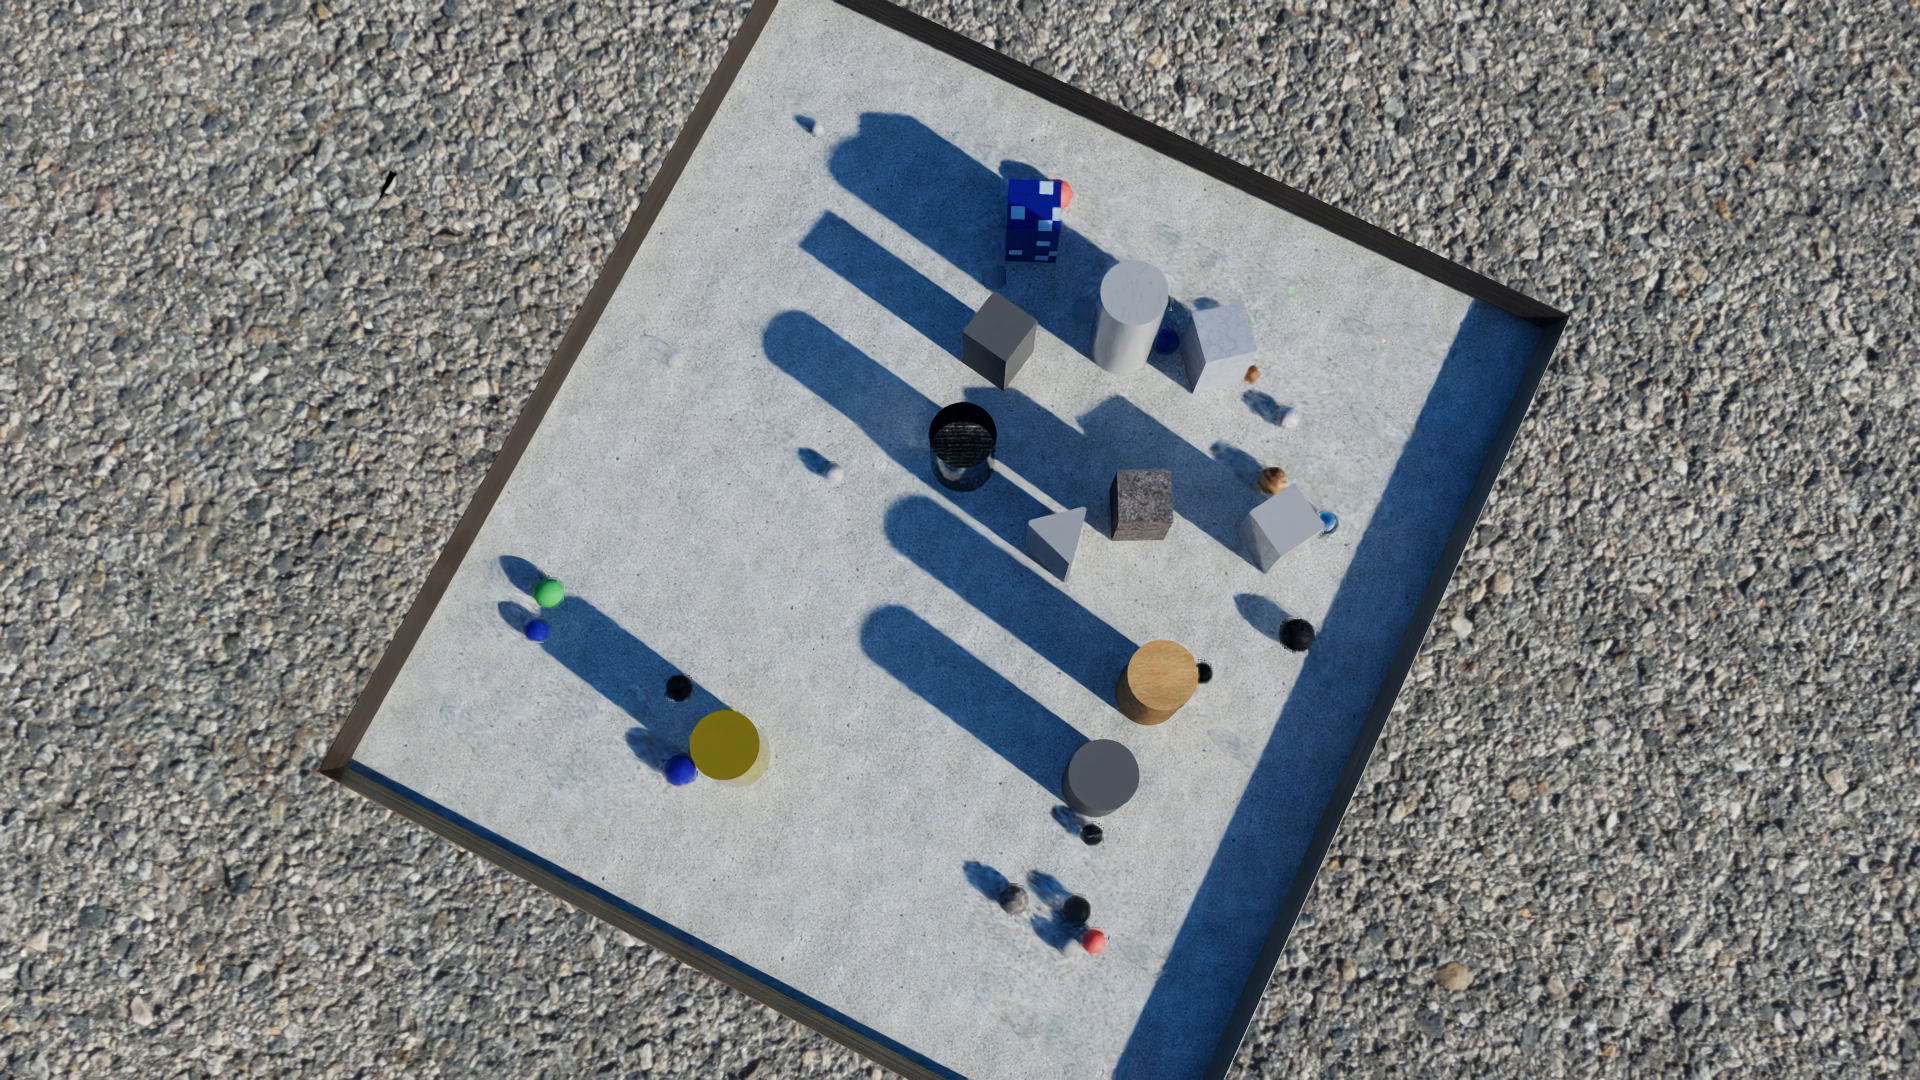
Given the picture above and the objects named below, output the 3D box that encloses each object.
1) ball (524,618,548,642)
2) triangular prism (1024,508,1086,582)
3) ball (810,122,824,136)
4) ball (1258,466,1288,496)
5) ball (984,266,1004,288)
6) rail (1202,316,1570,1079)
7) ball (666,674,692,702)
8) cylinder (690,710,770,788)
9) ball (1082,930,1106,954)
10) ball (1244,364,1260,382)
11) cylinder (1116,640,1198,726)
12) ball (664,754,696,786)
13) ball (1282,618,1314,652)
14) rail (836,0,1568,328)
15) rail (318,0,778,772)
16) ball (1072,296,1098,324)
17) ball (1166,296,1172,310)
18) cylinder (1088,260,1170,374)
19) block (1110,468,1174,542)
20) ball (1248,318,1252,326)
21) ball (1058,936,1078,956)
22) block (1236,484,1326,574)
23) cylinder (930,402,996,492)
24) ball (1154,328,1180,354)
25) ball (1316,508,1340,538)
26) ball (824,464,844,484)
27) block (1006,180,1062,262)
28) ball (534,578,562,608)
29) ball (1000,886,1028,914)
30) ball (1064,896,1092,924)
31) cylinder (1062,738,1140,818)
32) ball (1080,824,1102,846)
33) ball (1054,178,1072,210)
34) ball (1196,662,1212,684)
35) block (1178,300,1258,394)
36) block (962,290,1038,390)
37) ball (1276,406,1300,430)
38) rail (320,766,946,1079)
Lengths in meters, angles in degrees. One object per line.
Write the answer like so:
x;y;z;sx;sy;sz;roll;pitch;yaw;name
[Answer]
-1.278;0.273;5.524;0.071;0.071;0.071;0;78;0;ball
0.313;-0.013;5.463;0.149;0.306;0.172;-44;82;-8;triangular prism
-0.458;-1.318;5.867;0.043;0.043;0.043;0;78;0;ball
0.955;-0.180;5.598;0.087;0.087;0.087;0;78;0;ball
0.107;-0.825;5.753;0.067;0.067;0.067;0;78;0;ball
1.201;0.595;5.426;0.045;0.129;2.925;26;80;5;rail
-0.842;0.443;5.485;0.079;0.079;0.079;0;78;0;ball
-0.666;0.611;5.333;0.199;0.307;0.199;0;78;0;cylinder
0.391;1.171;5.338;0.070;0.070;0.070;0;78;0;ball
0.903;-0.516;5.692;0.056;0.056;0.056;0;78;0;ball
0.567;0.418;5.320;0.199;0.412;0.199;0;78;0;cylinder
-0.829;0.683;5.427;0.095;0.095;0.095;0;78;0;ball
1.015;0.286;5.507;0.100;0.100;0.100;0;78;0;ball
0.643;-1.253;5.809;2.732;0.129;0.045;26;80;5;rail
-1.201;-0.581;5.670;0.045;0.129;2.925;26;80;5;rail
0.395;-0.717;5.718;0.088;0.088;0.088;0;78;0;ball
0.634;-0.746;5.740;0.060;0.060;0.060;0;78;0;ball
0.503;-0.663;5.506;0.199;0.485;0.199;0;78;0;cylinder
0.543;-0.103;5.503;0.159;0.265;0.159;-1;78;0;block
0.873;-0.669;5.717;0.075;0.075;0.075;0;78;0;ball
0.315;1.183;5.341;0.060;0.060;0.060;0;78;0;ball
0.954;-0.031;5.477;0.159;0.286;0.159;-33;80;-6;block
0.009;-0.276;5.514;0.199;0.312;0.199;0;78;0;cylinder
0.644;-0.618;5.703;0.081;0.081;0.081;0;78;0;ball
1.109;-0.052;5.581;0.090;0.090;0.090;0;78;0;ball
-0.388;-0.204;5.626;0.064;0.064;0.064;0;78;0;ball
0.226;-0.986;5.679;0.159;0.277;0.159;2;78;0;block
-1.245;0.159;5.539;0.087;0.087;0.087;0;78;0;ball
0.158;1.053;5.356;0.083;0.083;0.083;0;78;0;ball
0.342;1.079;5.352;0.082;0.082;0.082;0;78;0;ball
0.402;0.691;5.292;0.199;0.356;0.199;0;78;0;cylinder
0.389;0.870;5.403;0.065;0.065;0.065;0;78;0;ball
0.304;-1.092;5.792;0.099;0.099;0.099;0;78;0;ball
0.726;0.399;5.501;0.065;0.065;0.065;0;78;0;ball
0.782;-0.582;5.571;0.159;0.326;0.159;-14;79;-3;block
0.119;-0.604;5.584;0.159;0.308;0.159;36;81;7;block
1.011;-0.377;5.657;0.074;0.074;0.074;0;78;0;ball
-0.643;1.267;5.287;2.732;0.129;0.045;26;80;5;rail
